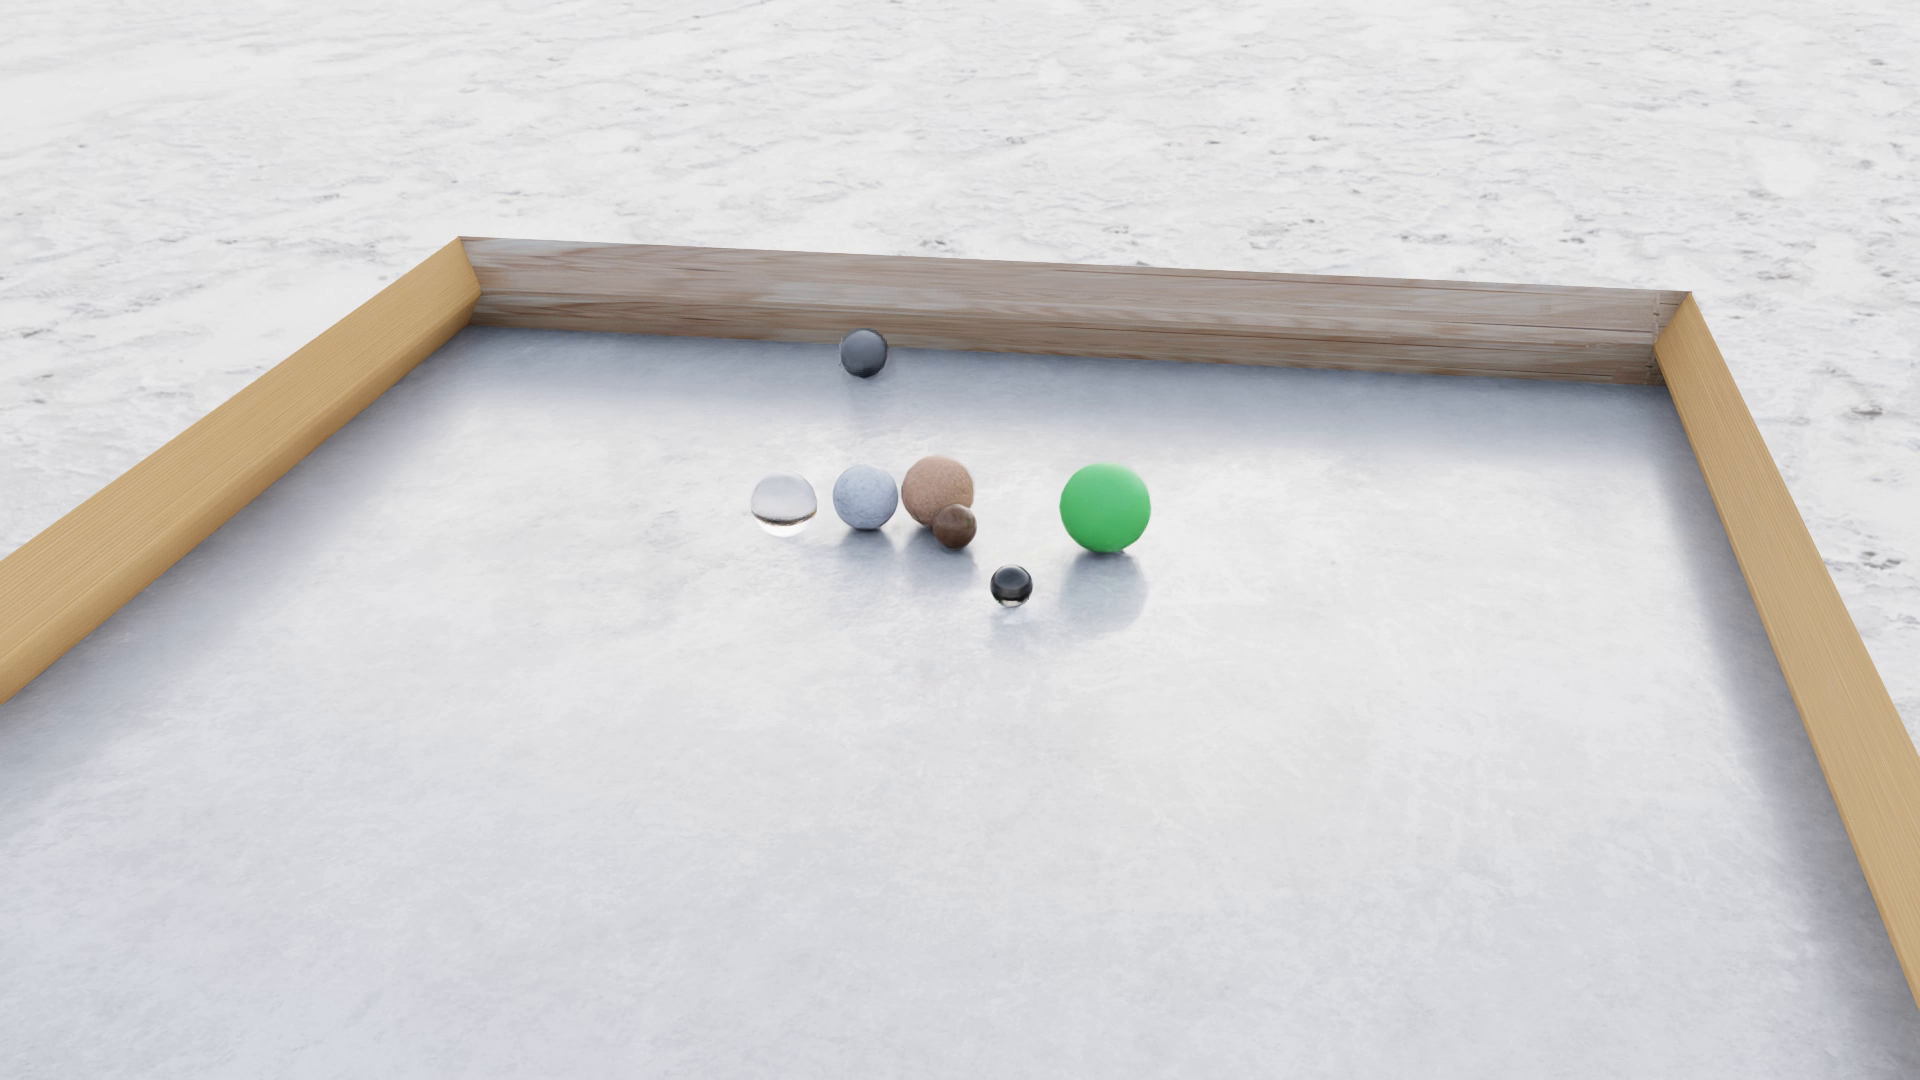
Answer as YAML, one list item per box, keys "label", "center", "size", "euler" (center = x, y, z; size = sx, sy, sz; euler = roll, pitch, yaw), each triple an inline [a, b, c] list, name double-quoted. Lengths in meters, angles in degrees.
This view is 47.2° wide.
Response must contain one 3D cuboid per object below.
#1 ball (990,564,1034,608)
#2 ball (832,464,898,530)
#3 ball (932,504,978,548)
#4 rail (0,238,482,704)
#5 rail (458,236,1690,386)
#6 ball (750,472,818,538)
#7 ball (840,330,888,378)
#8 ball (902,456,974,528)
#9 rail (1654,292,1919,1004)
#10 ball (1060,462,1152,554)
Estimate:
- label: "ball"
  center: [0.053, 0.047, 2.266]
  size: [0.045, 0.045, 0.045]
  euler: [0, 23, 0]
- label: "ball"
  center: [-0.105, -0.048, 2.452]
  size: [0.074, 0.074, 0.074]
  euler: [0, 23, 0]
- label: "ball"
  center: [-0.005, -0.015, 2.406]
  size: [0.049, 0.049, 0.049]
  euler: [0, 23, 0]
- label: "rail"
  center: [-0.928, 0.209, 1.775]
  size: [0.045, 0.129, 2.990]
  euler: [4, 23, 9]
- label: "rail"
  center: [0.117, -0.308, 2.989]
  size: [1.684, 0.129, 0.045]
  euler: [4, 23, 9]
- label: "ball"
  center: [-0.195, -0.039, 2.431]
  size: [0.074, 0.074, 0.074]
  euler: [0, 23, 0]
- label: "ball"
  center: [-0.129, -0.249, 2.936]
  size: [0.063, 0.063, 0.063]
  euler: [0, 23, 0]
- label: "ball"
  center: [-0.025, -0.054, 2.456]
  size: [0.082, 0.082, 0.082]
  euler: [0, 23, 0]
- label: "rail"
  center: [0.687, 0.313, 1.531]
  size: [0.045, 0.129, 2.990]
  euler: [4, 23, 9]
- label: "ball"
  center: [0.158, -0.035, 2.389]
  size: [0.099, 0.099, 0.099]
  euler: [0, 23, 0]
